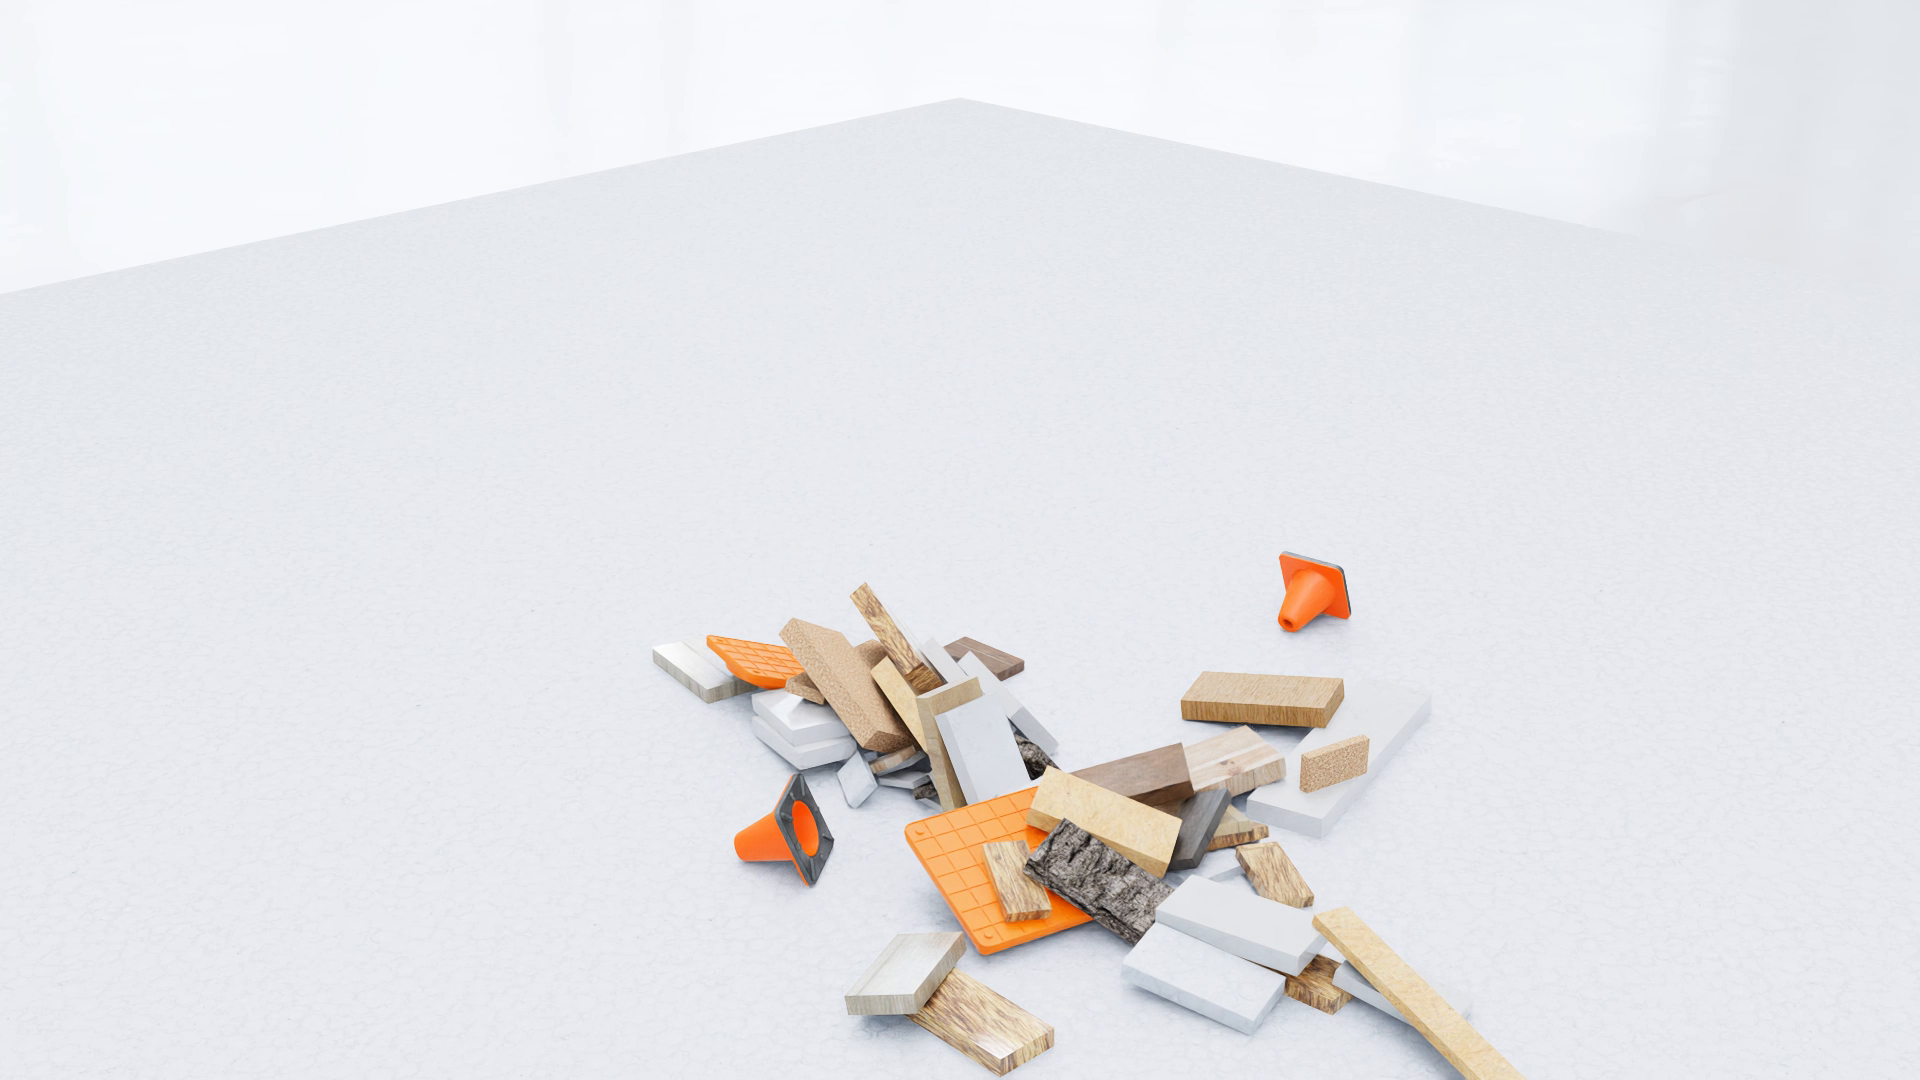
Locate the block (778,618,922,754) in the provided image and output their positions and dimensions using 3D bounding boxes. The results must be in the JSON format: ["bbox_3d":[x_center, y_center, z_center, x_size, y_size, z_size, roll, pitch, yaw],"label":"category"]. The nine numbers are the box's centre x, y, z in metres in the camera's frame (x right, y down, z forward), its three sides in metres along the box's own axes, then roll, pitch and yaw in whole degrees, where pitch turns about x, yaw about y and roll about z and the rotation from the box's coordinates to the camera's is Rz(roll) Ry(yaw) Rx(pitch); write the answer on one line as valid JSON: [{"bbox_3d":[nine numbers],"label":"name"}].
[{"bbox_3d":[-0.231,0.315,4.684,0.176,0.050,0.352,21,24,-53],"label":"block"}]

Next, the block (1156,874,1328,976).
[{"bbox_3d":[0.506,0.687,3.934,0.280,0.040,0.140,14,27,30],"label":"block"}]

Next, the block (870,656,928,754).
[{"bbox_3d":[-0.063,0.395,4.612,0.050,0.176,0.385,-41,30,0],"label":"block"}]

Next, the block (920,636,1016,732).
[{"bbox_3d":[0.016,0.325,4.821,0.040,0.142,0.283,-43,31,-1],"label":"block"}]

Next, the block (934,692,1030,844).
[{"bbox_3d":[0.060,0.454,4.361,0.139,0.277,0.039,-20,-1,-39],"label":"block"}]

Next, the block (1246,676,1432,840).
[{"bbox_3d":[0.810,0.449,4.643,0.161,0.046,0.639,13,26,28],"label":"block"}]

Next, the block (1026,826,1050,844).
[{"bbox_3d":[0.212,0.595,4.260,0.079,0.022,0.158,-19,50,-39],"label":"block"}]

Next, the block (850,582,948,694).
[{"bbox_3d":[-0.120,0.246,4.912,0.050,0.176,0.352,-41,37,2],"label":"block"}]

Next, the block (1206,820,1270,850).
[{"bbox_3d":[0.517,0.583,4.324,0.161,0.023,0.081,-9,5,-20],"label":"block"}]

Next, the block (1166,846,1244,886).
[{"bbox_3d":[0.478,0.634,4.239,0.151,0.021,0.076,-15,27,-31],"label":"block"}]

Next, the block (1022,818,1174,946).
[{"bbox_3d":[0.271,0.638,4.057,0.280,0.040,0.140,32,39,14],"label":"block"}]

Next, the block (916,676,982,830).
[{"bbox_3d":[0.005,0.426,4.405,0.139,0.277,0.039,-21,11,-40],"label":"block"}]

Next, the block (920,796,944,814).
[{"bbox_3d":[-0.038,0.532,4.489,0.048,0.014,0.096,-20,30,-38],"label":"block"}]

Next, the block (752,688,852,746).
[{"bbox_3d":[-0.341,0.372,4.709,0.130,0.037,0.260,-11,17,-22],"label":"block"}]

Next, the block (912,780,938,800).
[{"bbox_3d":[-0.072,0.508,4.508,0.048,0.014,0.096,-11,11,-3],"label":"block"}]

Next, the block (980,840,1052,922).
[{"bbox_3d":[0.103,0.628,4.055,0.086,0.024,0.172,-3,40,-17],"label":"block"}]

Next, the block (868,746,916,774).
[{"bbox_3d":[-0.157,0.462,4.559,0.132,0.019,0.066,-24,2,43],"label":"block"}]

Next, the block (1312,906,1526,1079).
[{"bbox_3d":[0.803,0.809,3.693,0.076,0.021,0.588,-9,34,-31],"label":"block"}]

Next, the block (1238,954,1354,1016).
[{"bbox_3d":[0.598,0.768,3.912,0.217,0.031,0.108,18,29,37],"label":"block"}]

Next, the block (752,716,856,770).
[{"bbox_3d":[-0.333,0.418,4.682,0.130,0.037,0.260,-12,18,-25],"label":"block"}]

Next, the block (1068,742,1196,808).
[{"bbox_3d":[0.326,0.496,4.425,0.277,0.039,0.139,-16,27,6],"label":"block"}]

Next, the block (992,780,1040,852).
[{"bbox_3d":[0.139,0.554,4.312,0.079,0.022,0.158,-20,66,-39],"label":"block"}]

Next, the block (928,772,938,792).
[{"bbox_3d":[-0.034,0.509,4.467,0.014,0.048,0.096,-38,27,3],"label":"block"}]

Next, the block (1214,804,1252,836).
[{"bbox_3d":[0.520,0.555,4.359,0.076,0.021,0.151,-8,6,-7],"label":"block"}]

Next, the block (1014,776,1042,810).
[{"bbox_3d":[0.190,0.530,4.296,0.079,0.022,0.158,-23,52,-41],"label":"block"}]

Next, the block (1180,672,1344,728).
[{"bbox_3d":[0.664,0.348,4.821,0.322,0.046,0.161,2,21,25],"label":"block"}]

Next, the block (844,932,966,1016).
[{"bbox_3d":[-0.093,0.757,3.851,0.128,0.036,0.256,-6,12,21],"label":"block"}]

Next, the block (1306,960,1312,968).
[{"bbox_3d":[0.536,0.709,3.971,0.217,0.031,0.108,8,24,19],"label":"block"}]

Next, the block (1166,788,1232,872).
[{"bbox_3d":[0.453,0.563,4.273,0.086,0.024,0.220,-13,25,34],"label":"block"}]

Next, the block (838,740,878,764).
[{"bbox_3d":[-0.239,0.446,4.663,0.066,0.019,0.132,-16,20,-32],"label":"block"}]

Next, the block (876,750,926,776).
[{"bbox_3d":[-0.124,0.465,4.578,0.103,0.015,0.052,-24,3,42],"label":"block"}]

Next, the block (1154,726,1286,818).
[{"bbox_3d":[0.485,0.482,4.495,0.322,0.046,0.161,-18,25,-17],"label":"block"}]

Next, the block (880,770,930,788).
[{"bbox_3d":[-0.113,0.494,4.543,0.052,0.015,0.104,-22,15,-41],"label":"block"}]

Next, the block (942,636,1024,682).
[{"bbox_3d":[0.049,0.276,5.077,0.186,0.026,0.093,20,30,39],"label":"block"}]

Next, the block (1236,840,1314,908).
[{"bbox_3d":[0.599,0.640,4.190,0.086,0.024,0.172,-5,31,-17],"label":"block"}]

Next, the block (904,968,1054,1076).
[{"bbox_3d":[0.026,0.823,3.774,0.128,0.036,0.256,-20,30,-39],"label":"block"}]

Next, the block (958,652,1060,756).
[{"bbox_3d":[0.103,0.353,4.755,0.040,0.142,0.283,-44,32,-2],"label":"block"}]

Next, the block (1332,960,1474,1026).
[{"bbox_3d":[0.770,0.785,3.825,0.217,0.031,0.108,25,32,27],"label":"block"}]

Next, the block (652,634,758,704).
[{"bbox_3d":[-0.583,0.293,5.024,0.130,0.037,0.260,-15,27,-32],"label":"block"}]

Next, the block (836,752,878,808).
[{"bbox_3d":[-0.212,0.493,4.523,0.066,0.019,0.132,-46,26,7],"label":"block"}]

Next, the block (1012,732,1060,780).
[{"bbox_3d":[0.084,0.428,4.581,0.283,0.142,0.040,23,72,43],"label":"block"}]

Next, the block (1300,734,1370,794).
[{"bbox_3d":[0.761,0.455,4.469,0.161,0.081,0.023,-14,27,-29],"label":"block"}]

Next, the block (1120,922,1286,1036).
[{"bbox_3d":[0.425,0.767,3.854,0.256,0.036,0.128,20,36,26],"label":"block"}]

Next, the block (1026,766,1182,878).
[{"bbox_3d":[0.275,0.538,4.205,0.280,0.040,0.140,22,33,5],"label":"block"}]

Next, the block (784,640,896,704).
[{"bbox_3d":[-0.249,0.290,4.900,0.093,0.026,0.442,18,15,19],"label":"block"}]
